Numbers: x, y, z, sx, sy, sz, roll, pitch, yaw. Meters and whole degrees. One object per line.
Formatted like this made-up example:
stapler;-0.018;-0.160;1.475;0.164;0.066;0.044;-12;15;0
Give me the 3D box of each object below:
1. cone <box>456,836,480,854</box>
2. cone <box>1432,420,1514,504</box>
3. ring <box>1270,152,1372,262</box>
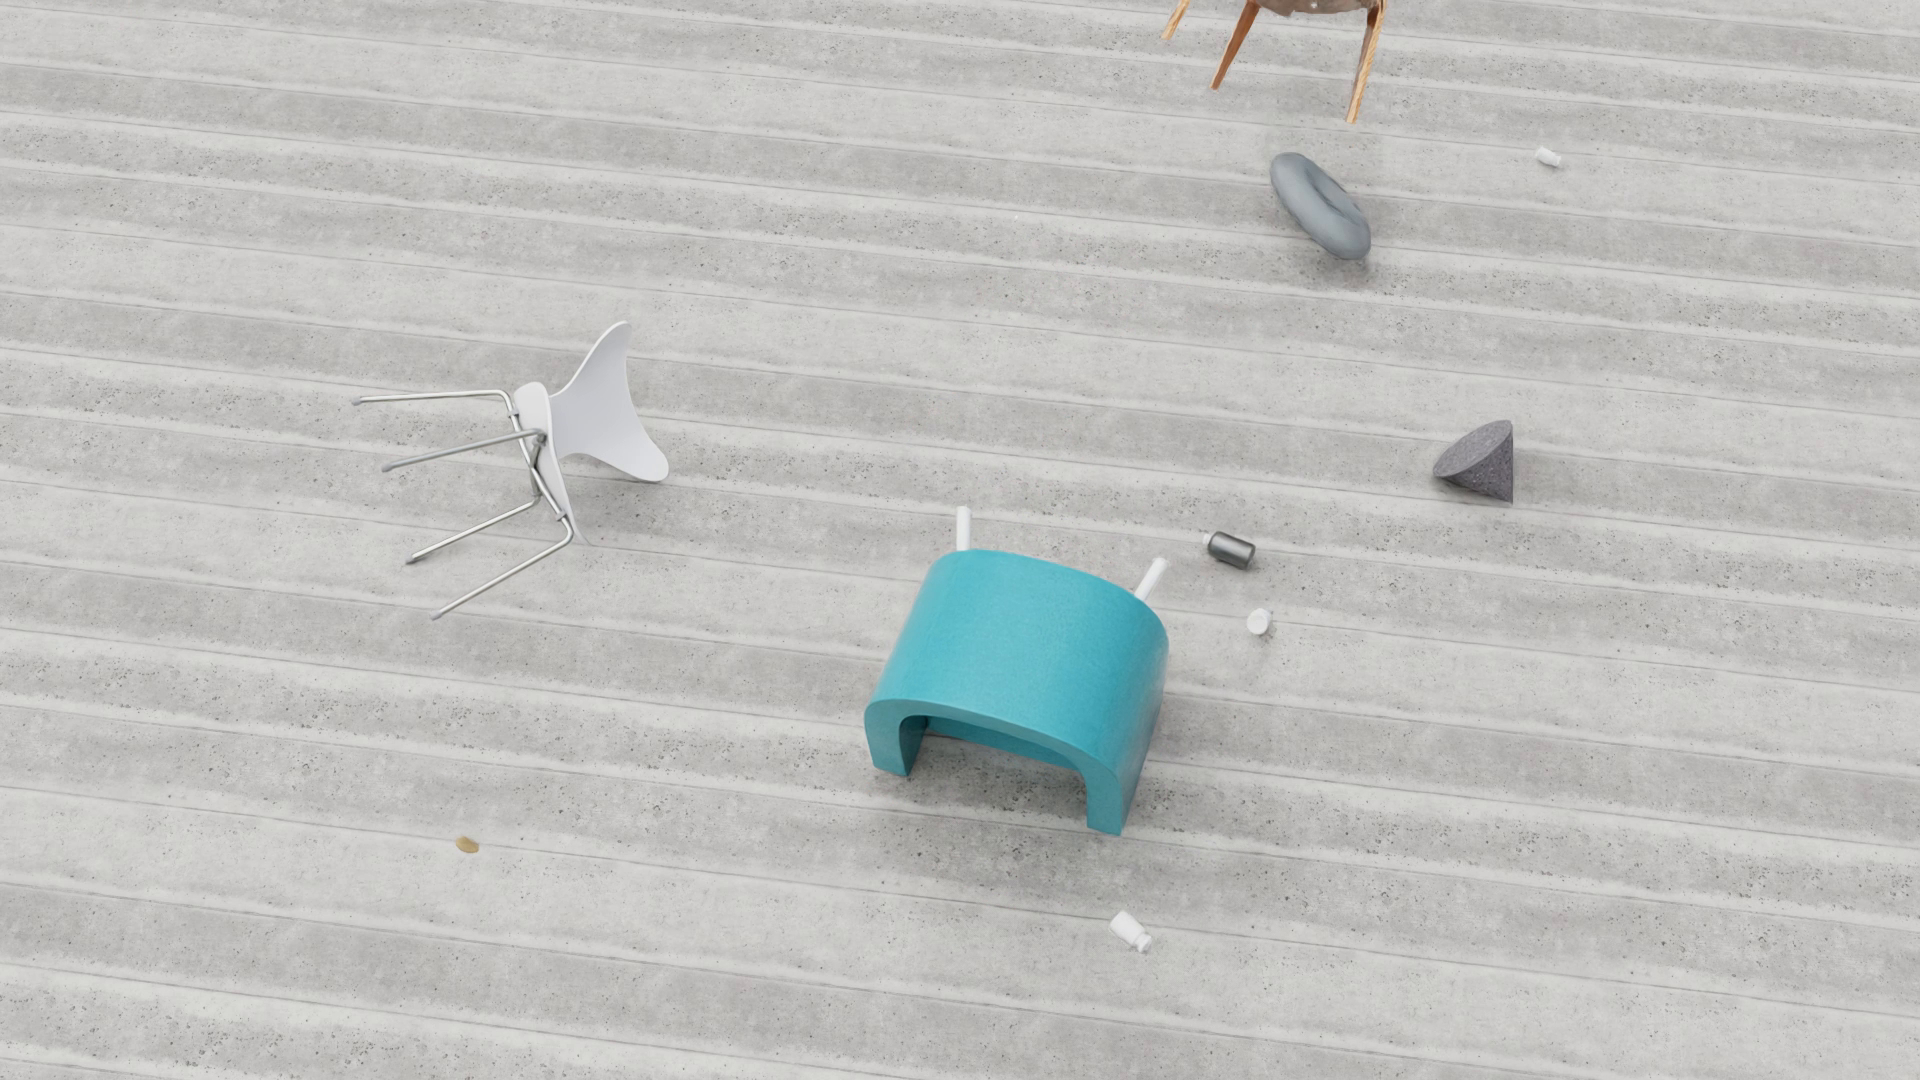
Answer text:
cone;-1.348;0.818;5.989;0.074;0.060;0.042;21;59;14
cone;1.606;-0.192;6.627;0.273;0.314;0.219;-39;100;0
ring;1.164;-1.079;7.102;0.375;0.113;0.463;14;40;-47
